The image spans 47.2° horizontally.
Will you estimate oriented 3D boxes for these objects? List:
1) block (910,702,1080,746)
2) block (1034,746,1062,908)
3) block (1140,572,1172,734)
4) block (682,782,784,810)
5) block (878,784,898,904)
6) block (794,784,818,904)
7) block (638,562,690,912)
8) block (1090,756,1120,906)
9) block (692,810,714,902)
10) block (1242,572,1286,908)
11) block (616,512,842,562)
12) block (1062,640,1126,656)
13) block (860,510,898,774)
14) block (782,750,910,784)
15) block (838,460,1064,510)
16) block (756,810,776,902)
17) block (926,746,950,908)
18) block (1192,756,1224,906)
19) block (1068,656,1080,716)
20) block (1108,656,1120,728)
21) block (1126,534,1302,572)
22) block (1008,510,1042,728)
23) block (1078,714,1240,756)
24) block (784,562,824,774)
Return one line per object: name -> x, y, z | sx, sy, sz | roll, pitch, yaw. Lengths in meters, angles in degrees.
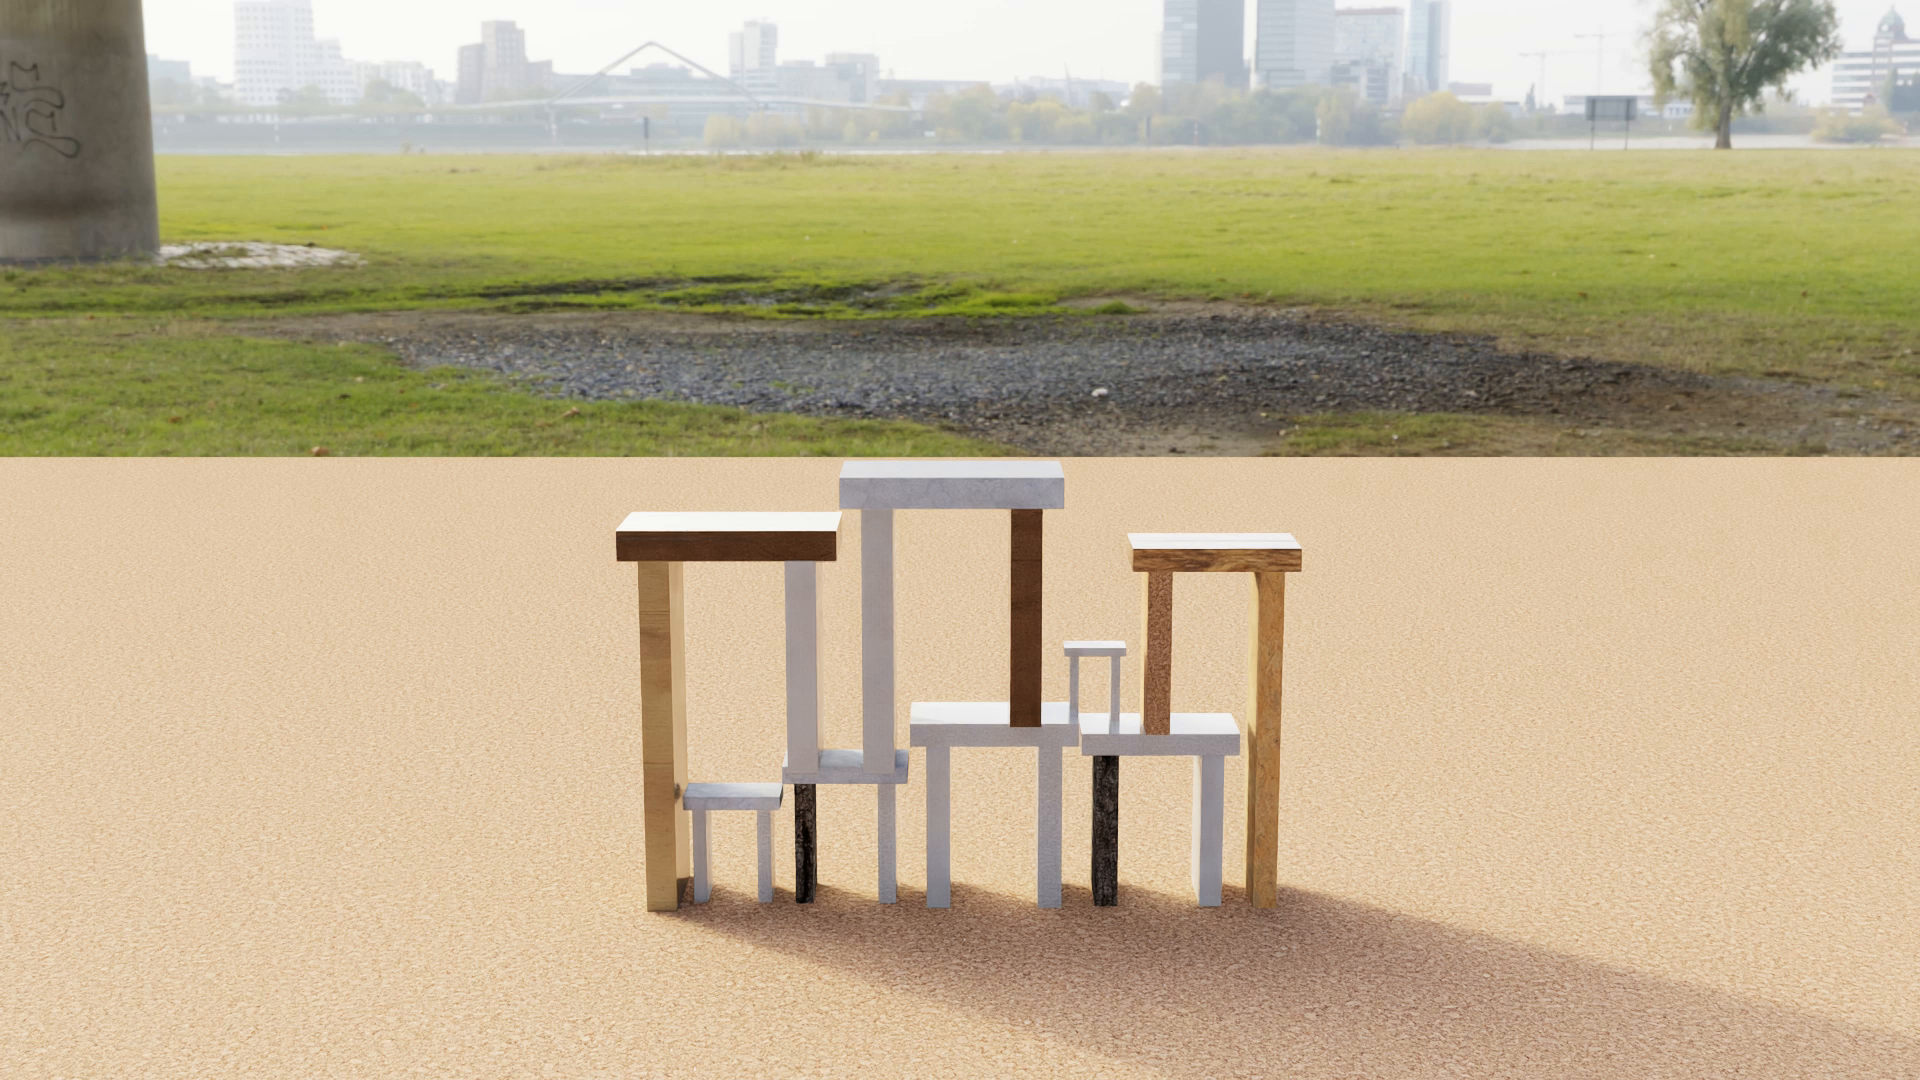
block -> 0.056, 0.303, 3.616 | 0.273, 0.039, 0.136 | 0, 11, 0
block -> 0.146, 0.456, 3.644 | 0.039, 0.273, 0.136 | 0, 11, 0
block -> 0.320, 0.170, 3.590 | 0.038, 0.268, 0.134 | 0, 11, 0
block -> -0.374, 0.424, 3.635 | 0.158, 0.022, 0.079 | 0, 11, 0
block -> -0.120, 0.489, 3.655 | 0.029, 0.204, 0.102 | 0, 11, 0
block -> -0.256, 0.489, 3.655 | 0.029, 0.204, 0.102 | 0, 11, 0
block -> -0.485, 0.304, 3.617 | 0.049, 0.582, 0.174 | 0, 11, 0
block -> 0.240, 0.463, 3.648 | 0.036, 0.257, 0.128 | 0, 11, 0
block -> -0.427, 0.513, 3.652 | 0.022, 0.158, 0.079 | 0, 11, 0
block -> 0.499, 0.314, 3.617 | 0.038, 0.561, 0.134 | 0, 11, 0
block -> -0.369, -0.006, 3.559 | 0.348, 0.049, 0.174 | 0, 11, 0
block -> 0.220, 0.178, 3.593 | 0.101, 0.014, 0.050 | 0, 11, 0
block -> -0.131, 0.148, 3.587 | 0.050, 0.433, 0.177 | 0, 11, 0
block -> -0.188, 0.374, 3.633 | 0.204, 0.029, 0.102 | 0, 11, 0
block -> -0.013, -0.090, 3.543 | 0.355, 0.050, 0.177 | 0, 11, 0
block -> -0.321, 0.513, 3.652 | 0.022, 0.158, 0.079 | 0, 11, 0
block -> -0.035, 0.456, 3.644 | 0.039, 0.273, 0.136 | 0, 11, 0
block -> 0.411, 0.463, 3.648 | 0.036, 0.257, 0.128 | 0, 11, 0
block -> 0.186, 0.234, 3.604 | 0.014, 0.101, 0.050 | 0, 11, 0
block -> 0.253, 0.243, 3.606 | 0.014, 0.119, 0.050 | 0, 11, 0
block -> 0.409, 0.020, 3.563 | 0.268, 0.038, 0.134 | 0, 11, 0
block -> 0.105, 0.109, 3.580 | 0.050, 0.355, 0.177 | 0, 11, 0
block -> 0.325, 0.319, 3.621 | 0.257, 0.036, 0.128 | 0, 11, 0
block -> -0.253, 0.189, 3.596 | 0.049, 0.348, 0.174 | 0, 11, 0
